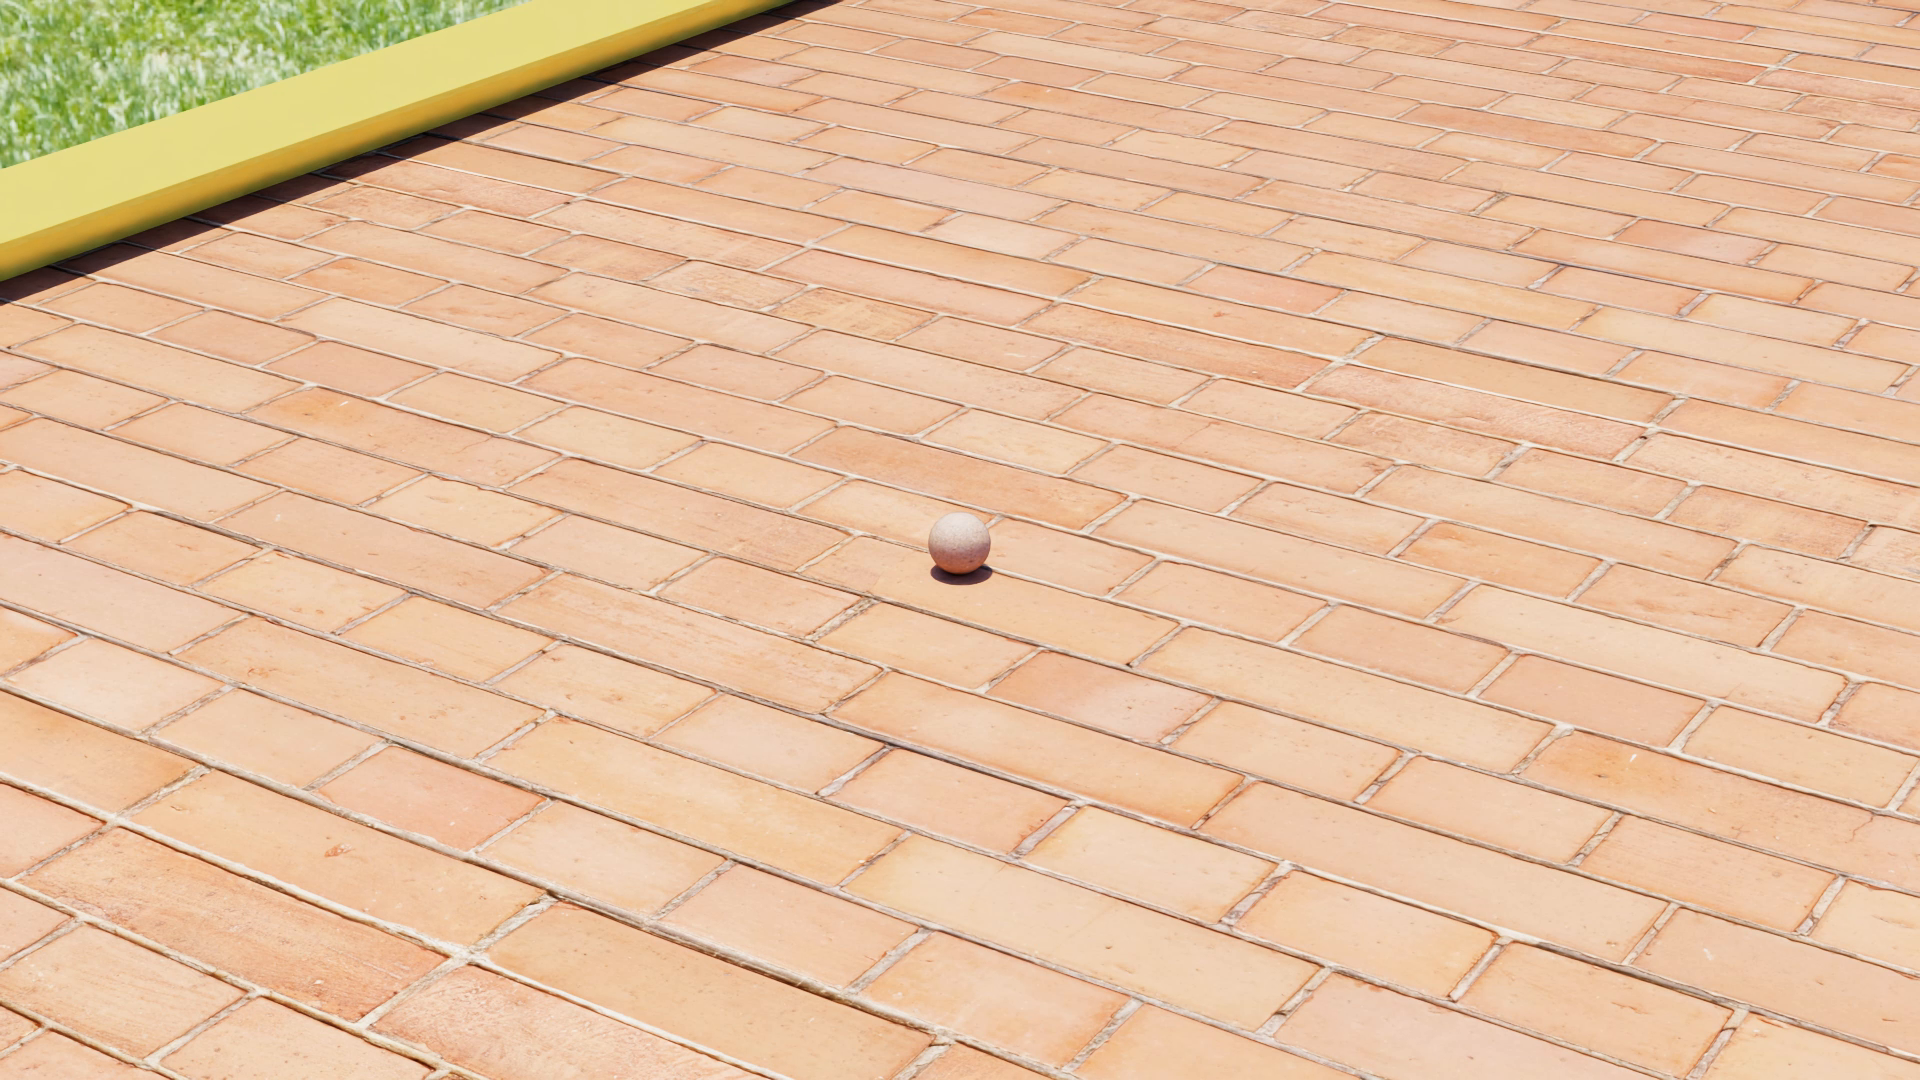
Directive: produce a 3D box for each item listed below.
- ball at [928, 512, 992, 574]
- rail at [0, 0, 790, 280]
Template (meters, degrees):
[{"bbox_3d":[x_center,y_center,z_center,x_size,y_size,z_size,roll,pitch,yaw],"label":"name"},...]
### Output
[{"bbox_3d":[0.000,0.002,1.898,0.041,0.041,0.041,0,24,0],"label":"ball"},{"bbox_3d":[-0.347,-0.521,2.986,0.045,0.090,3.307,15,28,30],"label":"rail"}]
